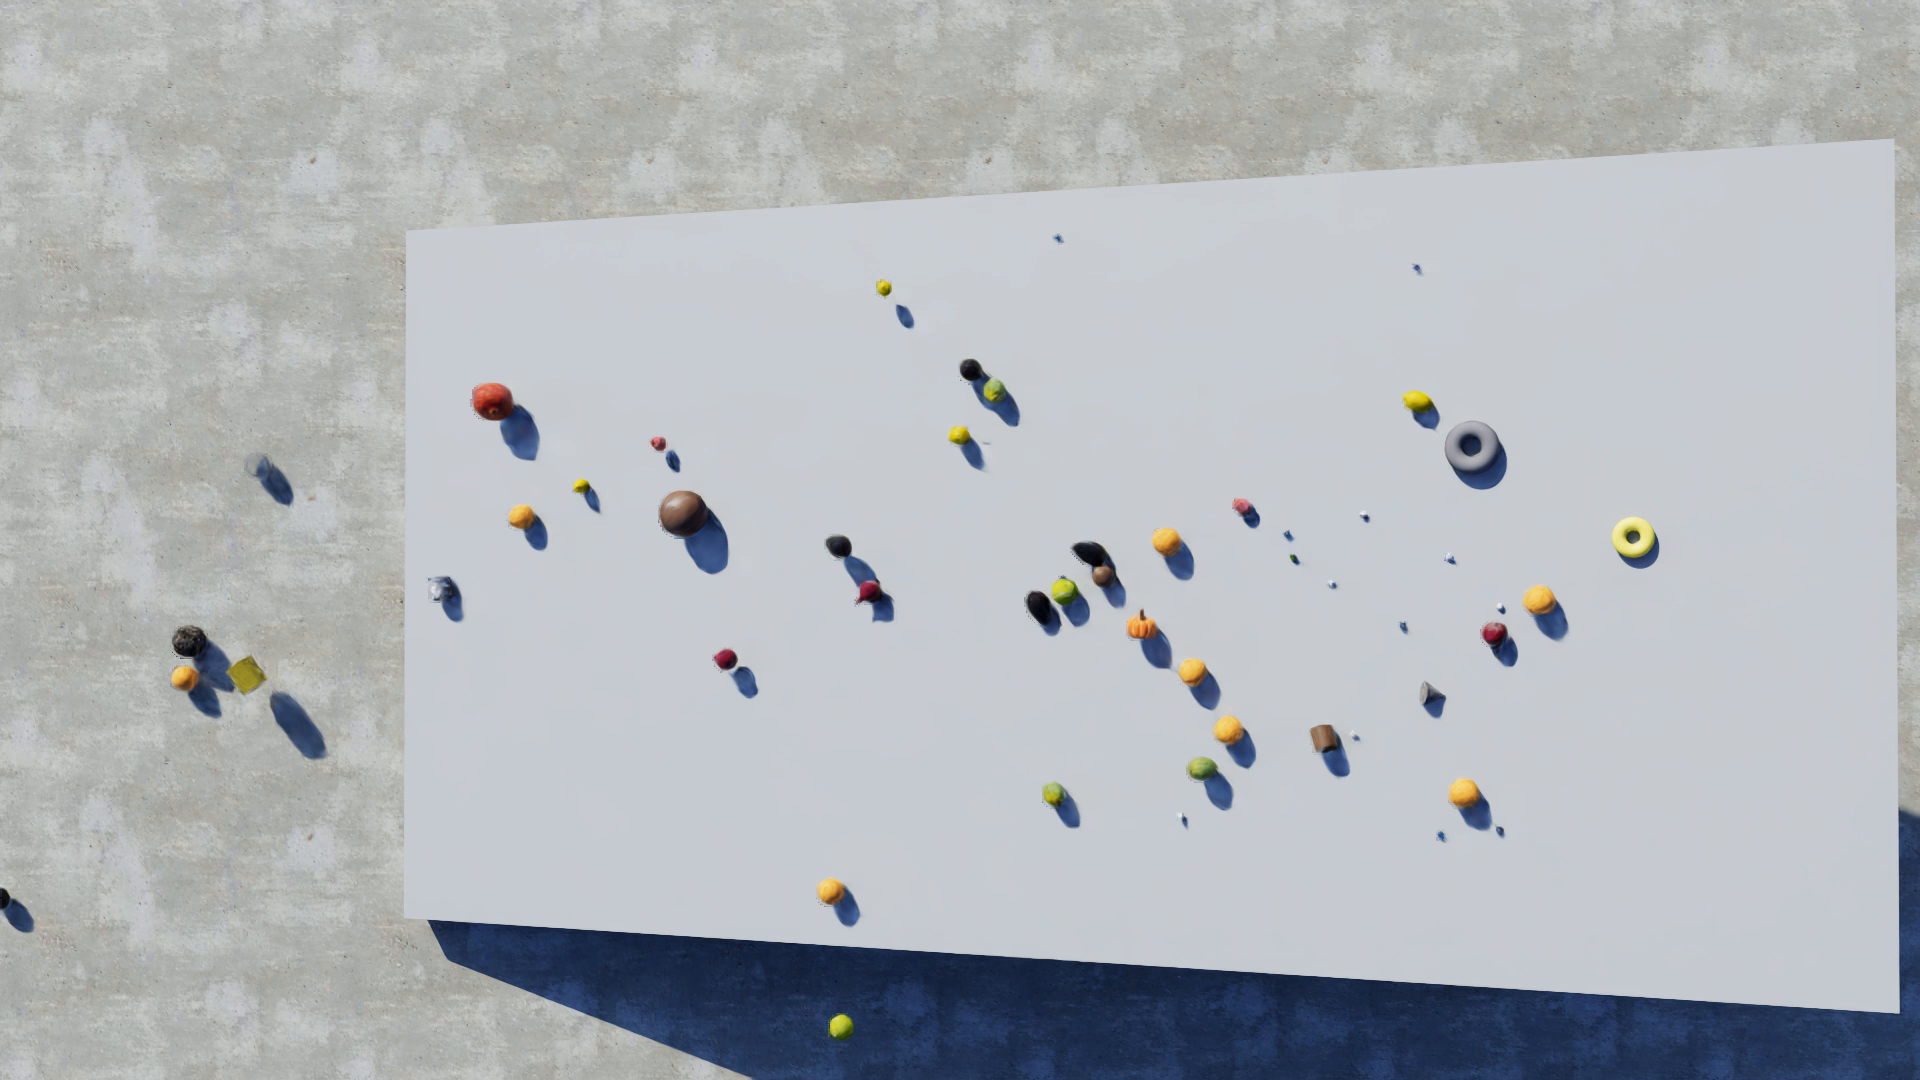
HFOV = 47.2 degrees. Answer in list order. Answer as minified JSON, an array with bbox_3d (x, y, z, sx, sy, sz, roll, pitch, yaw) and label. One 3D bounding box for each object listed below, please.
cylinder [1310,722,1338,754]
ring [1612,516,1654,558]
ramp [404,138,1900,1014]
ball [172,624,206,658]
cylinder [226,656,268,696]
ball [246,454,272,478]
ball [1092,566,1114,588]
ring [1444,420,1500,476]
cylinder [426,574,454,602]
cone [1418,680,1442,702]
[{"bbox_3d":[0.900,0.491,5.439,0.057,0.057,0.057,-16,65,0],"label":"cylinder"},{"bbox_3d":[1.596,-0.006,5.212,0.098,0.033,0.098,-1,88,19],"label":"ring"},{"bbox_3d":[0.281,0.089,5.761,4.000,0.100,2.000,0,89,20],"label":"ramp"},{"bbox_3d":[-2.258,0.296,6.444,0.095,0.095,0.095,0,89,0],"label":"ball"},{"bbox_3d":[-2.069,0.394,6.385,0.085,0.085,0.085,-37,90,0],"label":"cylinder"},{"bbox_3d":[-2.061,-0.218,6.462,0.072,0.072,0.072,0,89,0],"label":"ball"},{"bbox_3d":[0.368,0.094,5.638,0.058,0.058,0.058,0,89,0],"label":"ball"},{"bbox_3d":[1.243,-0.224,5.337,0.133,0.044,0.133,-1,88,21],"label":"ring"},{"bbox_3d":[-1.492,0.138,6.321,0.061,0.061,0.061,-18,107,0],"label":"cylinder"},{"bbox_3d":[1.159,0.377,5.369,0.057,0.057,0.057,24,89,-28],"label":"cone"}]
